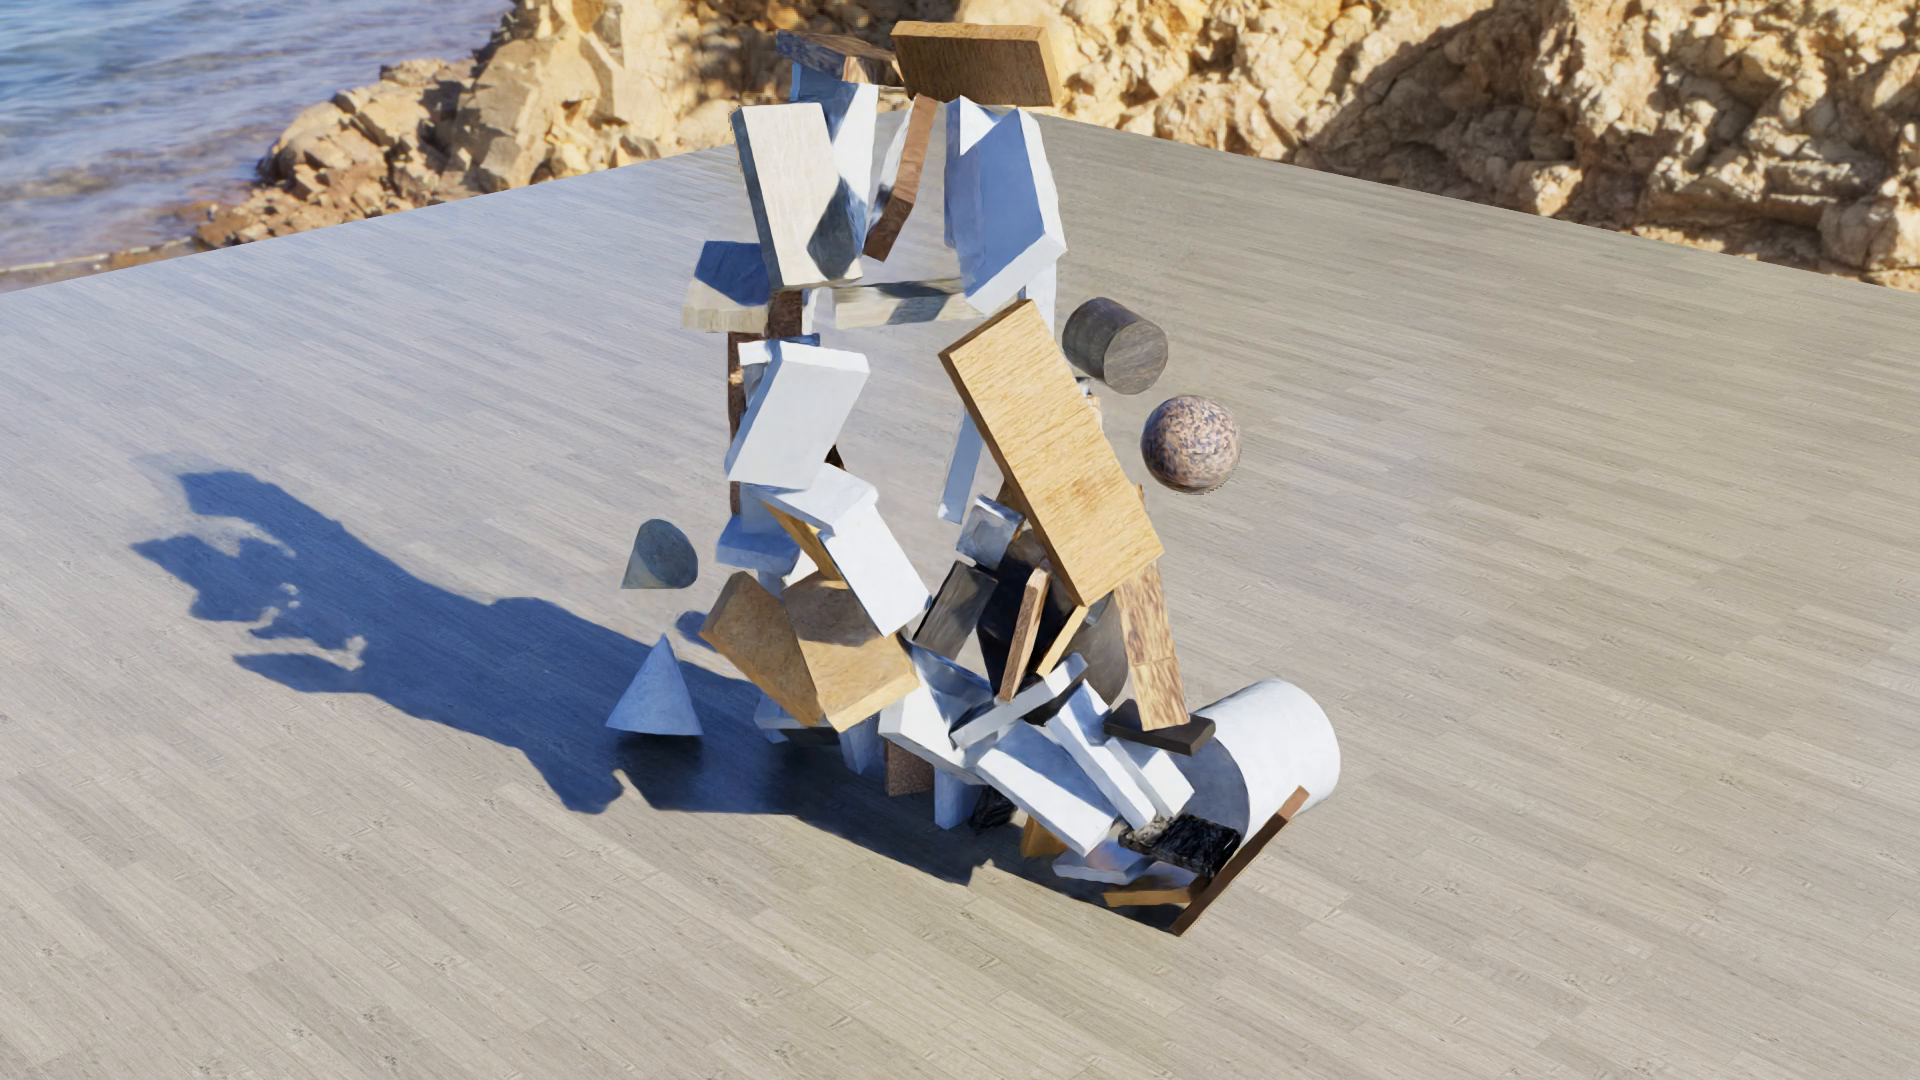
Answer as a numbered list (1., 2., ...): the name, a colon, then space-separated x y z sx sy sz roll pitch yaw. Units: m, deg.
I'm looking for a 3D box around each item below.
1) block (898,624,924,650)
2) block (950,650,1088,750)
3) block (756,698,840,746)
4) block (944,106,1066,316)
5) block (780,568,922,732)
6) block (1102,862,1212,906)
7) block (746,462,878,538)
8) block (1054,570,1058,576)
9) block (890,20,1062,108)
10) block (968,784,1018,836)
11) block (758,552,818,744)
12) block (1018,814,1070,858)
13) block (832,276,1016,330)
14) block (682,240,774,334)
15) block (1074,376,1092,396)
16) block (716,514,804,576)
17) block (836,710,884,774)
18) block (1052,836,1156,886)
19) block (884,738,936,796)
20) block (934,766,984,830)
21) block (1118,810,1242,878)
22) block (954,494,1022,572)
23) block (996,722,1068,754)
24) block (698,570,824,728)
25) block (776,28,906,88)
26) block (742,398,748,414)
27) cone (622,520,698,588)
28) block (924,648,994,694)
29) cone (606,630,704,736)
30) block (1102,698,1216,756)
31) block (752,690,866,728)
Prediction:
1. block: -0.177 0.210 4.220 0.168 0.337 0.048 -17 66 6
2. block: 0.107 0.293 4.026 0.257 0.036 0.129 -33 3 39
3. block: -0.325 0.380 4.601 0.119 0.034 0.238 -4 -22 18
4. block: 0.070 -0.540 3.586 0.050 0.175 0.351 33 32 -34
5. block: -0.200 0.176 3.971 0.168 0.048 0.337 -30 45 5
6. block: 0.373 0.639 4.098 0.202 0.029 0.101 -12 19 44
7. block: -0.259 -0.087 3.844 0.219 0.031 0.109 26 58 36
8. block: 0.214 -0.015 3.803 0.082 0.164 0.023 6 -1 -9
9. block: 0.028 -0.826 3.819 0.281 0.140 0.040 8 51 24
10. block: 0.089 0.489 4.348 0.100 0.201 0.028 -17 49 -40
11. block: -0.347 0.152 4.665 0.152 0.575 0.043 -14 27 -29
12. block: 0.185 0.525 4.252 0.100 0.201 0.028 -4 37 -25
13. block: -0.064 -0.407 3.736 0.301 0.043 0.151 -5 18 -5
14. block: -0.403 -0.453 3.917 0.141 0.040 0.282 4 32 1
15. block: 0.146 -0.273 3.880 0.158 0.022 0.079 5 18 14
16. block: -0.367 -0.047 4.406 0.152 0.043 0.304 10 37 9
17. block: -0.199 0.379 4.530 0.034 0.238 0.119 30 65 20
18. block: 0.277 0.605 4.165 0.101 0.029 0.202 -35 20 -34
19. block: -0.092 0.399 4.502 0.124 0.248 0.035 -7 24 -17
20. block: 0.007 0.444 4.396 0.124 0.247 0.035 -22 32 -40
21. block: 0.399 0.543 4.000 0.202 0.029 0.101 15 44 35
22. block: 0.048 -0.012 3.794 0.081 0.163 0.023 28 58 3
23. block: 0.141 0.404 4.207 0.201 0.028 0.100 6 49 39
24. block: -0.364 0.215 4.328 0.043 0.304 0.152 -17 38 46
25. block: -0.206 -0.887 4.050 0.158 0.045 0.316 0 20 -28
26. block: -0.333 -0.229 4.126 0.102 0.029 0.203 -9 24 -17
27. cone: -0.643 0.064 4.478 0.157 0.157 0.157 -34 4 33
28. block: -0.036 0.293 4.373 0.124 0.035 0.247 -25 34 -34
29. cone: -0.642 0.298 4.699 0.212 0.212 0.212 6 0 0
30. block: 0.356 0.334 3.936 0.179 0.025 0.090 12 32 32
31. block: -0.290 0.321 4.435 0.238 0.034 0.119 -3 48 24
